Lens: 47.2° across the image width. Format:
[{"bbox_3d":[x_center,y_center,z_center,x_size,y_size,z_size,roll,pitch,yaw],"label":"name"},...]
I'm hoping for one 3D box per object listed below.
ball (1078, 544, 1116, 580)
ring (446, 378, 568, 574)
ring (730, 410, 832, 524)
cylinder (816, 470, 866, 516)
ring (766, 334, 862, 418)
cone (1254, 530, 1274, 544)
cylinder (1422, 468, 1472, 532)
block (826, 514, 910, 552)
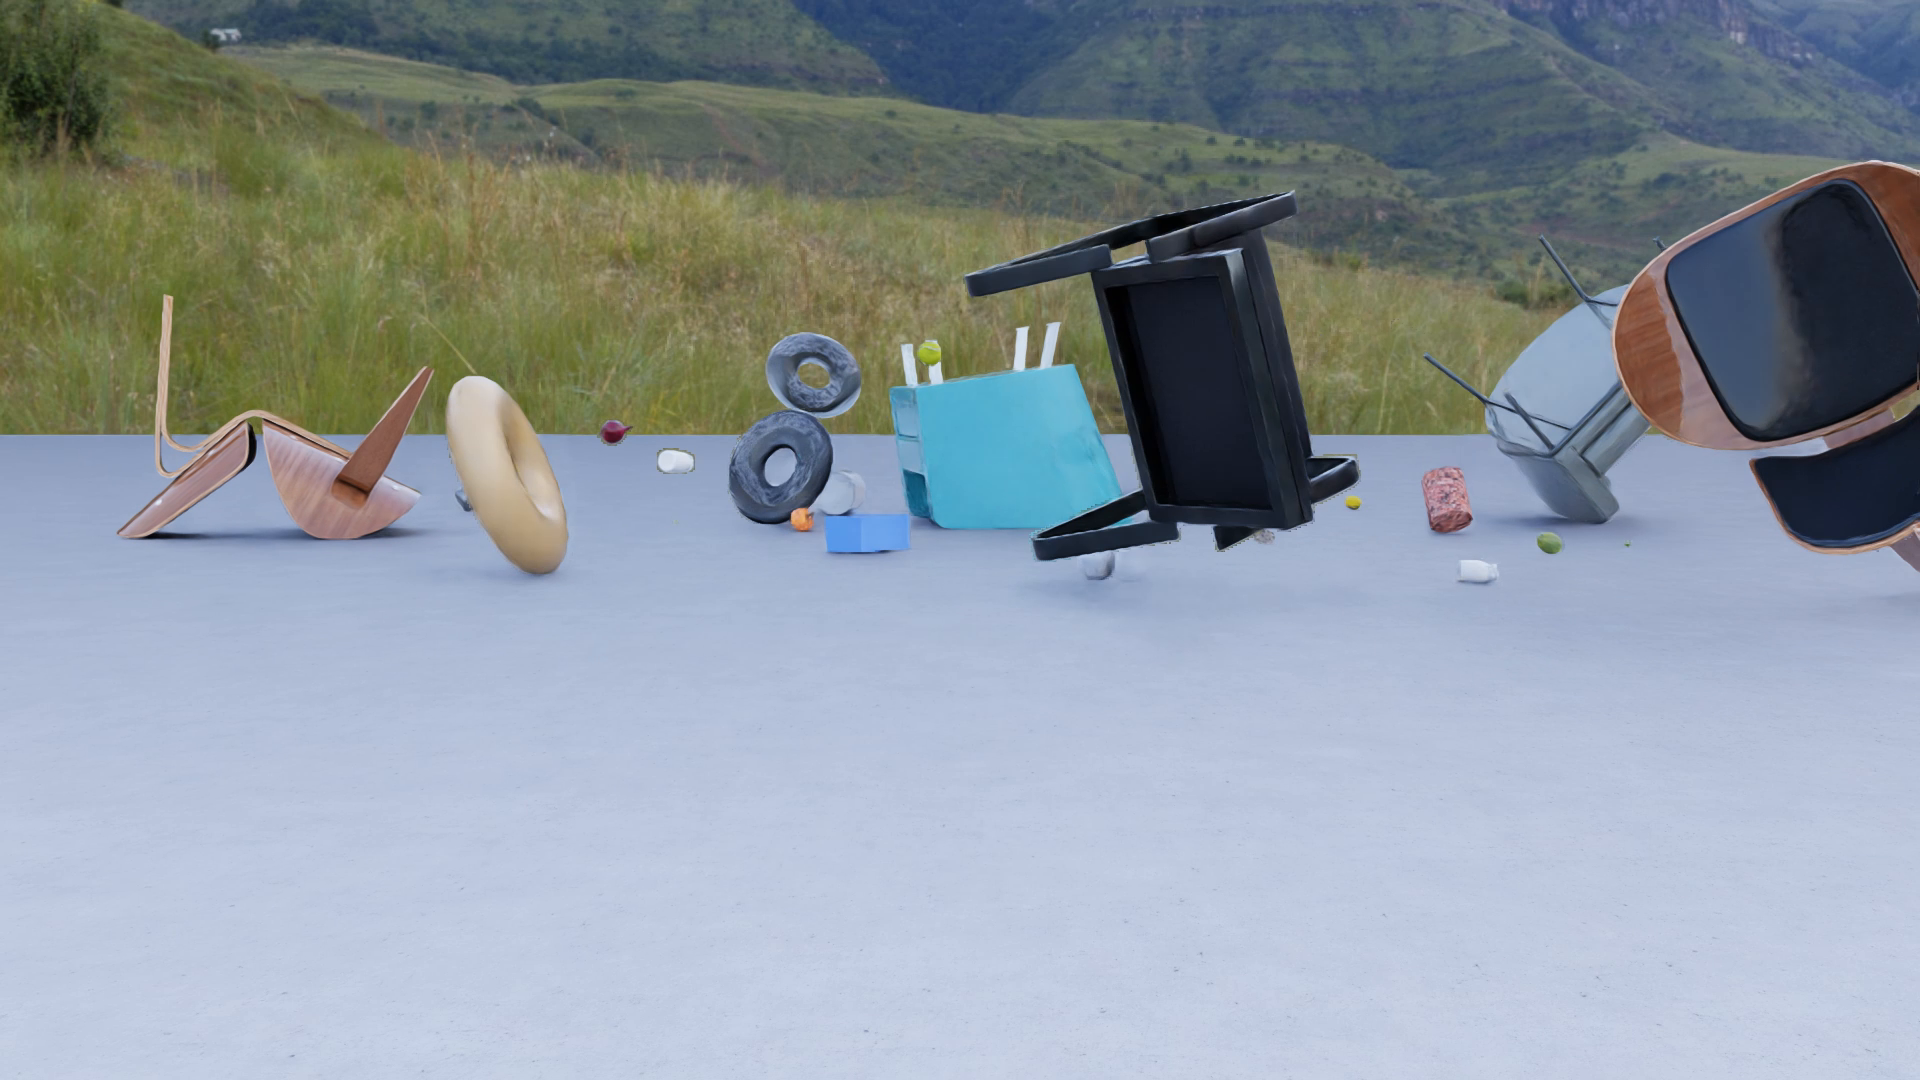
[{"bbox_3d":[0.321,0.052,5.157,0.087,0.087,0.087,0,4,0],"label":"ball"},{"bbox_3d":[-1.097,-0.157,5.339,0.125,0.522,0.506,-21,42,4],"label":"ring"},{"bbox_3d":[-0.590,-0.240,7.208,0.358,0.402,0.082,42,7,25],"label":"ring"},{"bbox_3d":[-0.429,-0.170,7.895,0.150,0.155,0.175,20,7,8],"label":"cylinder"},{"bbox_3d":[-0.560,-0.630,8.421,0.380,0.316,0.178,25,-14,-4],"label":"ring"},{"bbox_3d":[0.881,0.000,6.385,0.062,0.047,0.063,-2,-17,6],"label":"cone"},{"bbox_3d":[1.517,-0.124,6.854,0.131,0.164,0.120,-18,-36,21],"label":"cylinder"},{"bbox_3d":[-0.257,-0.019,6.100,0.143,0.096,0.181,2,4,44],"label":"block"}]
